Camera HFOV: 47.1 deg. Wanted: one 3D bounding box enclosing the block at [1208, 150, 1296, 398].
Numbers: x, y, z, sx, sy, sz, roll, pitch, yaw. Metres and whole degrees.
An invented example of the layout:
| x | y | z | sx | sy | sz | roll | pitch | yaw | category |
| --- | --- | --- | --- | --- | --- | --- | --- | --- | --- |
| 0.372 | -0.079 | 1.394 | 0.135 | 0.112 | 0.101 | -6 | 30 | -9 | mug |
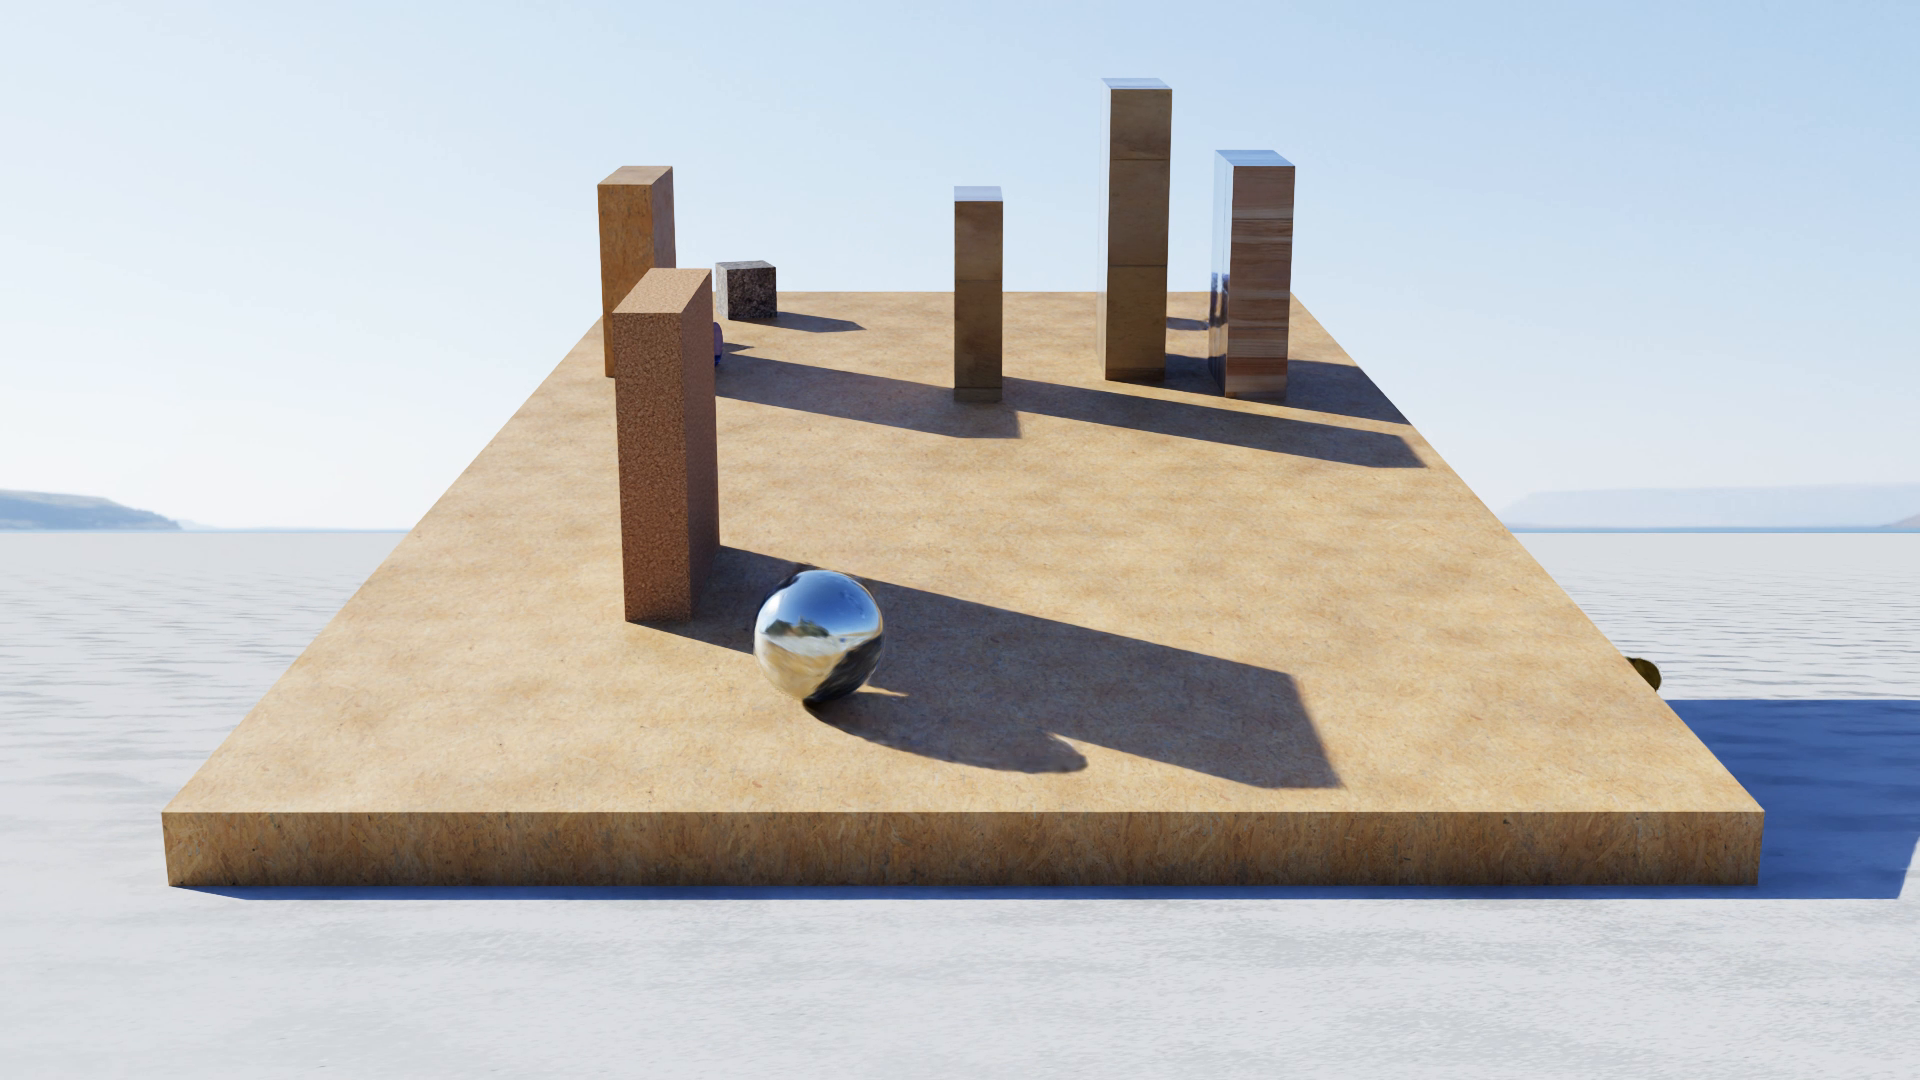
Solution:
| x | y | z | sx | sy | sz | roll | pitch | yaw | category |
| --- | --- | --- | --- | --- | --- | --- | --- | --- | --- |
| 0.688 | -0.637 | 5.229 | 0.141 | 0.536 | 0.366 | 0 | 16 | 0 | block |

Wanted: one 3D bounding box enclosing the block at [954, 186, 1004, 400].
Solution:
| x | y | z | sx | sy | sz | roll | pitch | yaw | category |
| --- | --- | --- | --- | --- | --- | --- | --- | --- | --- |
| 0.042 | -0.584 | 5.176 | 0.111 | 0.460 | 0.293 | 0 | 16 | 0 | block |

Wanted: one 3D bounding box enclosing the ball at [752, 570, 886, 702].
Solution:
| x | y | z | sx | sy | sz | roll | pitch | yaw | category |
| --- | --- | --- | --- | --- | --- | --- | --- | --- | --- |
| -0.200 | 0.136 | 3.122 | 0.187 | 0.187 | 0.187 | 0 | 0 | 0 | ball |

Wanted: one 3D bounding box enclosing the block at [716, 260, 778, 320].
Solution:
| x | y | z | sx | sy | sz | roll | pitch | yaw | category |
| --- | --- | --- | --- | --- | --- | --- | --- | --- | --- |
| -0.601 | -0.703 | 6.186 | 0.141 | 0.141 | 0.141 | -5 | 17 | -19 | block |

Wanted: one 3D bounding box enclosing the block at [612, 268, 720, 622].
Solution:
| x | y | z | sx | sy | sz | roll | pitch | yaw | category |
| --- | --- | --- | --- | --- | --- | --- | --- | --- | --- |
| -0.479 | -0.169 | 3.638 | 0.105 | 0.494 | 0.446 | 0 | 16 | 0 | block |

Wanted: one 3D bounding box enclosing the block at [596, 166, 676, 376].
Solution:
| x | y | z | sx | sy | sz | roll | pitch | yaw | category |
| --- | --- | --- | --- | --- | --- | --- | --- | --- | --- |
| -0.798 | -0.677 | 5.494 | 0.129 | 0.465 | 0.418 | 0 | 16 | 0 | block |

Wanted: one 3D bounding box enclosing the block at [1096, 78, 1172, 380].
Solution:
| x | y | z | sx | sy | sz | roll | pitch | yaw | category |
| --- | --- | --- | --- | --- | --- | --- | --- | --- | --- |
| 0.422 | -0.770 | 5.412 | 0.144 | 0.691 | 0.377 | 0 | 16 | 0 | block |

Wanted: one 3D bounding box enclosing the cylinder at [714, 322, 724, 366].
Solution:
| x | y | z | sx | sy | sz | roll | pitch | yaw | category |
| --- | --- | --- | --- | --- | --- | --- | --- | --- | --- |
| -0.663 | -0.489 | 5.476 | 0.113 | 0.113 | 0.113 | 5 | 2 | 16 | cylinder |

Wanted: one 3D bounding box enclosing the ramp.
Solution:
| x | y | z | sx | sy | sz | roll | pitch | yaw | category |
| --- | --- | --- | --- | --- | --- | --- | --- | --- | --- |
| -0.002 | -0.155 | 4.685 | 2.000 | 0.100 | 4.000 | 0 | 16 | 0 | ramp |
